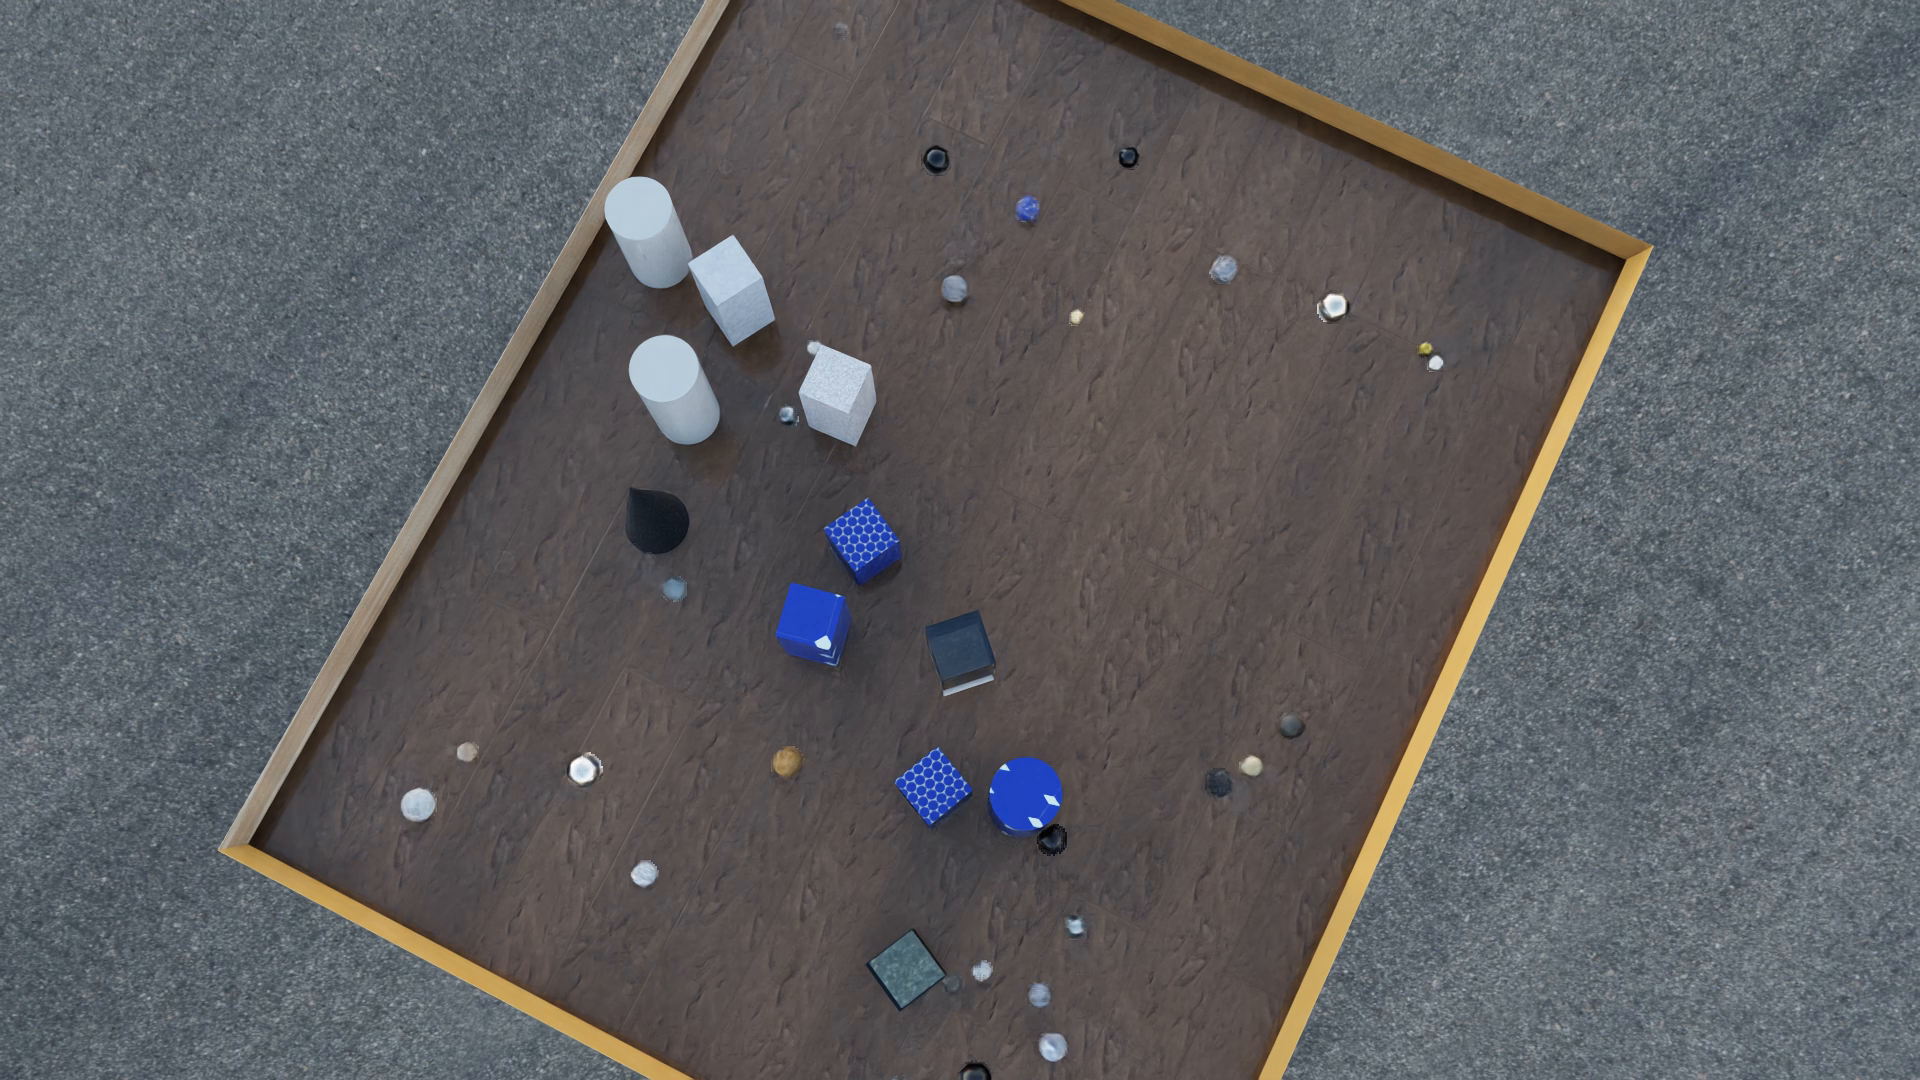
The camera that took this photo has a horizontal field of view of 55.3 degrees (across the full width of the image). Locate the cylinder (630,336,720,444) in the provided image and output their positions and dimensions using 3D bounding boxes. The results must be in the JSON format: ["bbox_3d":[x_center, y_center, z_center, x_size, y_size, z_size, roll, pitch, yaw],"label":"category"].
[{"bbox_3d":[-0.845,-0.441,5.464,0.199,0.478,0.199,0,78,0],"label":"cylinder"}]

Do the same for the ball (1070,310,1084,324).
[{"bbox_3d":[0.366,-0.699,5.741,0.041,0.041,0.041,0,78,0],"label":"ball"}]

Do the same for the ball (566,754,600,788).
[{"bbox_3d":[-1.114,0.683,5.425,0.099,0.099,0.099,0,78,0],"label":"ball"}]

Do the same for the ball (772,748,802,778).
[{"bbox_3d":[-0.511,0.660,5.436,0.087,0.087,0.087,0,78,0],"label":"ball"}]

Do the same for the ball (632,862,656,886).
[{"bbox_3d":[-0.927,0.981,5.377,0.072,0.072,0.072,0,78,0],"label":"ball"}]

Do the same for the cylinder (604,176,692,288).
[{"bbox_3d":[-0.946,-0.933,5.595,0.199,0.420,0.199,0,78,0],"label":"cylinder"}]

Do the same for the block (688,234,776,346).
[{"bbox_3d":[-0.691,-0.753,5.574,0.159,0.389,0.159,-34,80,-7],"label":"block"}]

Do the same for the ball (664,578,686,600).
[{"bbox_3d":[-0.864,0.148,5.544,0.067,0.067,0.067,0,78,0],"label":"ball"}]

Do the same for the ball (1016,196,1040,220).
[{"bbox_3d":[0.215,-1.048,5.795,0.076,0.076,0.076,0,78,0],"label":"ball"}]

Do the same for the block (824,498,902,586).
[{"bbox_3d":[-0.289,0.009,5.491,0.159,0.243,0.159,-35,80,-7],"label":"block"}]

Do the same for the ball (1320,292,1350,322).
[{"bbox_3d":[1.169,-0.727,5.720,0.092,0.092,0.092,0,78,0],"label":"ball"}]

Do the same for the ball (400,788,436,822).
[{"bbox_3d":[-1.599,0.782,5.405,0.098,0.098,0.098,0,78,0],"label":"ball"}]

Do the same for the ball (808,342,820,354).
[{"bbox_3d":[-0.454,-0.599,5.719,0.043,0.043,0.043,0,78,0],"label":"ball"}]

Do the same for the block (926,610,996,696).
[{"bbox_3d":[0.002,0.334,5.355,0.159,0.377,0.159,-18,79,-4],"label":"block"}]

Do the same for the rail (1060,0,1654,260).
[{"bbox_3d":[0.788,-1.536,5.868,3.016,0.129,0.045,26,80,5],"label":"rail"}]

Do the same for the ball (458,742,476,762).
[{"bbox_3d":[-1.468,0.631,5.457,0.057,0.057,0.057,0,78,0],"label":"ball"}]

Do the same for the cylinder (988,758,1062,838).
[{"bbox_3d":[0.181,0.740,5.236,0.199,0.446,0.199,0,78,0],"label":"cylinder"}]

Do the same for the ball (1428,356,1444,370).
[{"bbox_3d":[1.483,-0.551,5.709,0.043,0.043,0.043,0,78,0],"label":"ball"}]

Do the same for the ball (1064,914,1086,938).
[{"bbox_3d":[0.337,1.127,5.350,0.065,0.065,0.065,0,78,0],"label":"ball"}]

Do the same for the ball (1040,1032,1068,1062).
[{"bbox_3d":[0.269,1.459,5.274,0.080,0.080,0.080,0,78,0],"label":"ball"}]

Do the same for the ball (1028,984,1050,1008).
[{"bbox_3d":[0.230,1.320,5.310,0.066,0.066,0.066,0,78,0],"label":"ball"}]

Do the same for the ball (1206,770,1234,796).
[{"bbox_3d":[0.769,0.721,5.427,0.079,0.079,0.079,0,78,0],"label":"ball"}]

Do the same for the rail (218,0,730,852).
[{"bbox_3d":[-1.328,-0.643,5.683,0.045,0.129,3.571,26,80,5],"label":"rail"}]

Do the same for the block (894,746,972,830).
[{"bbox_3d":[-0.076,0.724,5.333,0.159,0.261,0.159,-39,81,-7],"label":"block"}]

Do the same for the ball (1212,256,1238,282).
[{"bbox_3d":[0.831,-0.852,5.752,0.081,0.081,0.081,0,78,0],"label":"ball"}]

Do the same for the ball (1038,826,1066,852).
[{"bbox_3d":[0.271,0.880,5.391,0.079,0.079,0.079,0,78,0],"label":"ball"}]

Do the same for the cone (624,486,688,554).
[{"bbox_3d":[-0.931,-0.102,5.396,0.199,0.474,0.199,0,78,0],"label":"cone"}]

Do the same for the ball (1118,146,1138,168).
[{"bbox_3d":[0.537,-1.219,5.836,0.065,0.065,0.065,0,78,0],"label":"ball"}]

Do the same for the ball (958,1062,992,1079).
[{"bbox_3d":[0.043,1.546,5.248,0.095,0.095,0.095,0,78,0],"label":"ball"}]

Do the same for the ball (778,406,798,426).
[{"bbox_3d":[-0.532,-0.384,5.667,0.057,0.057,0.057,0,78,0],"label":"ball"}]

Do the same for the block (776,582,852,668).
[{"bbox_3d":[-0.426,0.252,5.381,0.159,0.359,0.159,15,79,3],"label":"block"}]

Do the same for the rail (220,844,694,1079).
[{"bbox_3d":[-0.788,1.550,5.229,3.016,0.129,0.045,26,80,5],"label":"rail"}]

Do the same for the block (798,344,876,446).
[{"bbox_3d":[-0.364,-0.430,5.513,0.159,0.378,0.159,23,79,5],"label":"block"}]

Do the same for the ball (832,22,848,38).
[{"bbox_3d":[-0.389,-1.651,5.934,0.048,0.048,0.048,0,78,0],"label":"ball"}]

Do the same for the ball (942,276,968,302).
[{"bbox_3d":[-0.017,-0.787,5.737,0.084,0.084,0.084,0,78,0],"label":"ball"}]

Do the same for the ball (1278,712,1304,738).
[{"bbox_3d":[0.987,0.553,5.462,0.078,0.078,0.078,0,78,0],"label":"ball"}]

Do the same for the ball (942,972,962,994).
[{"bbox_3d":[-0.021,1.287,5.321,0.058,0.058,0.058,0,78,0],"label":"ball"}]

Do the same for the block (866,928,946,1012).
[{"bbox_3d":[-0.151,1.220,5.212,0.159,0.299,0.159,-36,81,-7],"label":"block"}]

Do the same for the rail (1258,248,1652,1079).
[{"bbox_3d":[1.328,0.657,5.414,0.045,0.129,3.571,26,80,5],"label":"rail"}]

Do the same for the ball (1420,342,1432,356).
[{"bbox_3d":[1.453,-0.596,5.720,0.040,0.040,0.040,0,78,0],"label":"ball"}]

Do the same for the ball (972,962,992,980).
[{"bbox_3d":[0.064,1.254,5.329,0.054,0.054,0.054,0,78,0],"label":"ball"}]

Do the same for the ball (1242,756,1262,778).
[{"bbox_3d":[0.868,0.674,5.445,0.063,0.063,0.063,0,78,0],"label":"ball"}]

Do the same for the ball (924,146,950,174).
[{"bbox_3d":[-0.074,-1.207,5.823,0.085,0.085,0.085,0,78,0],"label":"ball"}]
